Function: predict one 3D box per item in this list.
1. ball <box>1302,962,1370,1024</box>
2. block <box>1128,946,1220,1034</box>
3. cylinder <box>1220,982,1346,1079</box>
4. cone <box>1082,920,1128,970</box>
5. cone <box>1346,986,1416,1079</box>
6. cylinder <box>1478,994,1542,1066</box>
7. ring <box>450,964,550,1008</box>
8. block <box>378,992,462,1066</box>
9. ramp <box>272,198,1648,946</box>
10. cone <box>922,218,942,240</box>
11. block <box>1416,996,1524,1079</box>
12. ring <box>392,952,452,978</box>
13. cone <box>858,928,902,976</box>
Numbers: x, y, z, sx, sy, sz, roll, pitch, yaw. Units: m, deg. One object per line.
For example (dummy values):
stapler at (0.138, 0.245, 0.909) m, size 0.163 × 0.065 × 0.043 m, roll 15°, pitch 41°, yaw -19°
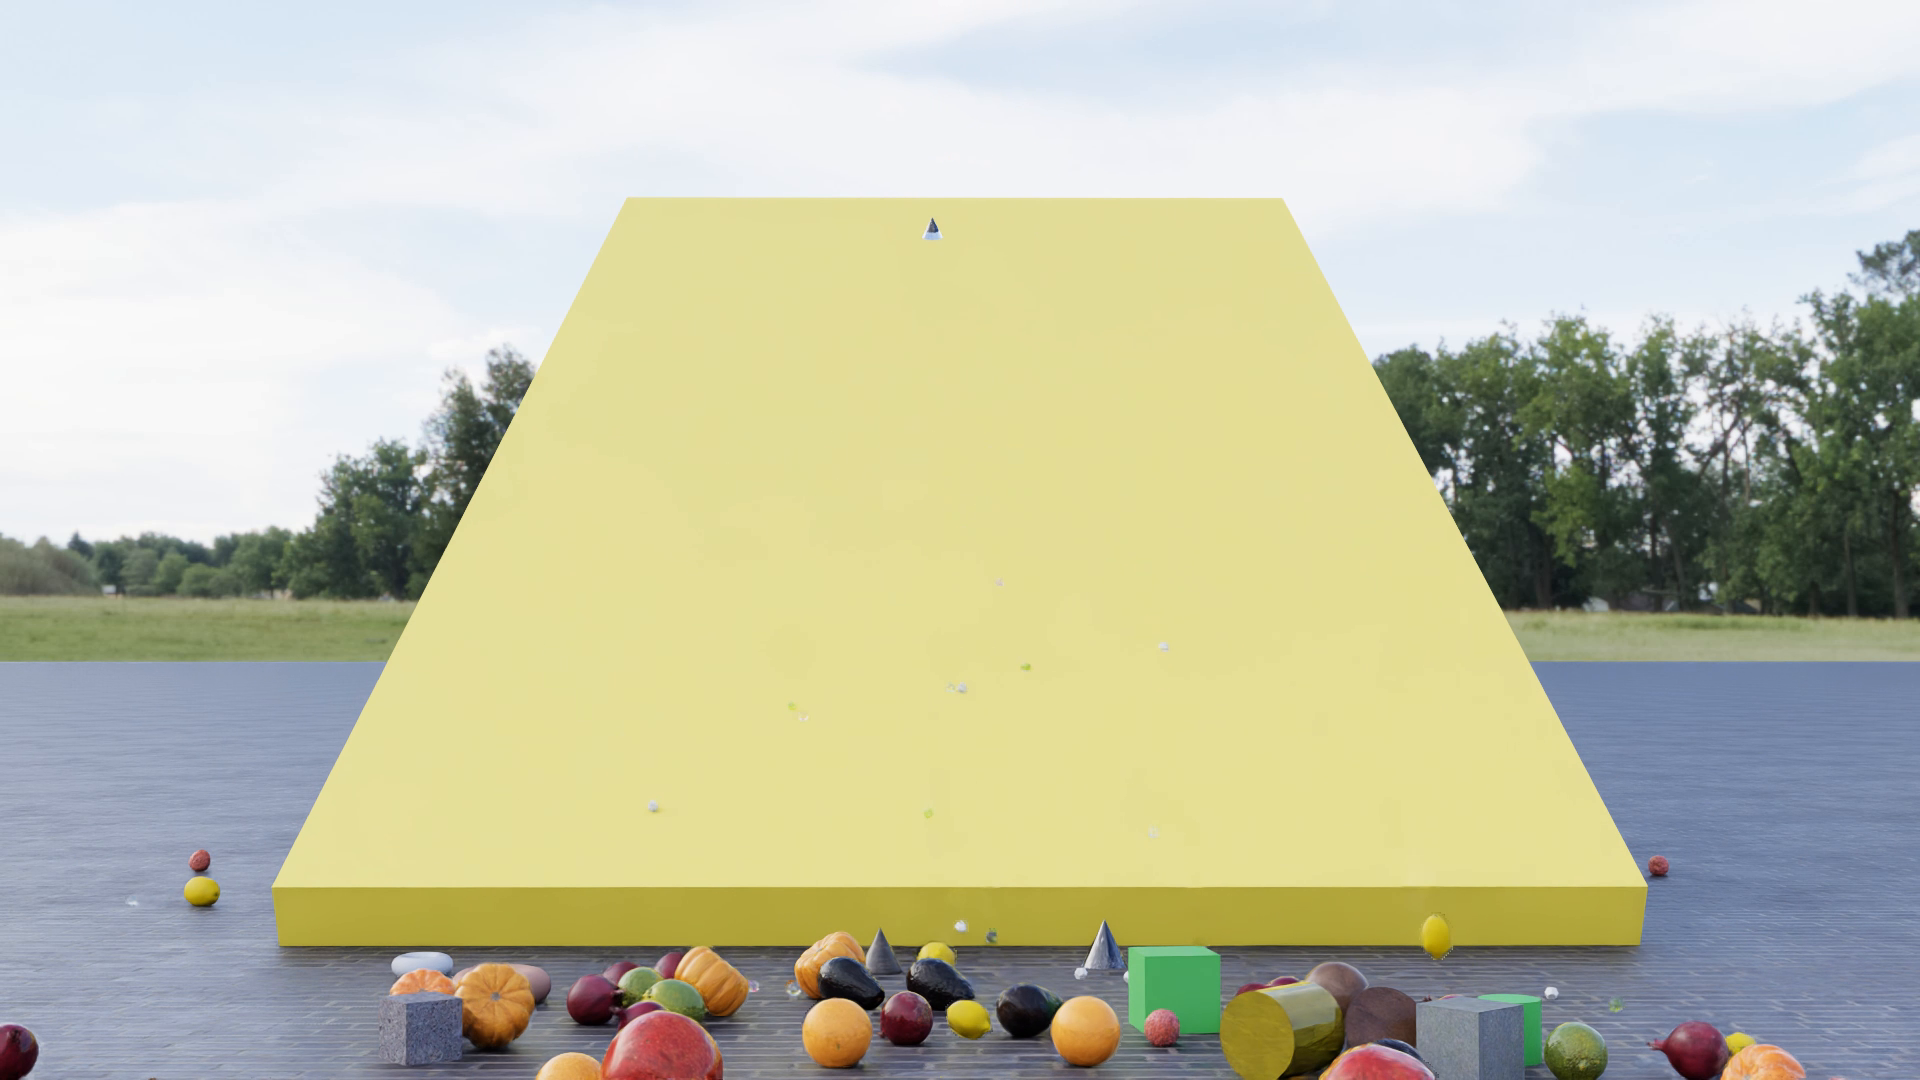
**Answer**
ball at (0.424, 0.517, 2.608) m, size 0.080 × 0.080 × 0.080 m, roll 0°, pitch -3°, yaw 0°
block at (0.245, 0.516, 2.650) m, size 0.087 × 0.087 × 0.087 m, roll 0°, pitch -3°, yaw -8°
cylinder at (0.327, 0.498, 2.339) m, size 0.091 × 0.091 × 0.091 m, roll -3°, pitch -4°, yaw 43°
cone at (0.199, 0.553, 3.173) m, size 0.065 × 0.065 × 0.065 m, roll 0°, pitch -3°, yaw 0°
cone at (0.422, 0.524, 2.381) m, size 0.098 × 0.098 × 0.098 m, roll 1°, pitch -30°, yaw -18°
cylinder at (0.579, 0.516, 2.432) m, size 0.065 × 0.065 × 0.065 m, roll 0°, pitch -3°, yaw 0°
ring at (-0.565, 0.549, 2.842) m, size 0.122 × 0.041 × 0.122 m, roll 0°, pitch -2°, yaw 0°
block at (-0.572, 0.517, 2.447) m, size 0.064 × 0.064 × 0.064 m, roll 2°, pitch -4°, yaw -39°
ramp at (-0.007, -0.225, 5.217) m, size 2.000 × 0.100 × 4.000 m, roll 0°, pitch 23°, yaw 0°
cone at (-0.079, -0.896, 6.609) m, size 0.060 × 0.060 × 0.060 m, roll 0°, pitch 23°, yaw 0°
block at (0.513, 0.505, 2.321) m, size 0.076 × 0.076 × 0.076 m, roll 3°, pitch -4°, yaw -41°
ring at (-0.718, 0.568, 3.083) m, size 0.081 × 0.027 × 0.081 m, roll 0°, pitch -1°, yaw 0°
cone at (-0.108, 0.552, 3.109) m, size 0.061 × 0.061 × 0.061 m, roll 0°, pitch -3°, yaw 0°
